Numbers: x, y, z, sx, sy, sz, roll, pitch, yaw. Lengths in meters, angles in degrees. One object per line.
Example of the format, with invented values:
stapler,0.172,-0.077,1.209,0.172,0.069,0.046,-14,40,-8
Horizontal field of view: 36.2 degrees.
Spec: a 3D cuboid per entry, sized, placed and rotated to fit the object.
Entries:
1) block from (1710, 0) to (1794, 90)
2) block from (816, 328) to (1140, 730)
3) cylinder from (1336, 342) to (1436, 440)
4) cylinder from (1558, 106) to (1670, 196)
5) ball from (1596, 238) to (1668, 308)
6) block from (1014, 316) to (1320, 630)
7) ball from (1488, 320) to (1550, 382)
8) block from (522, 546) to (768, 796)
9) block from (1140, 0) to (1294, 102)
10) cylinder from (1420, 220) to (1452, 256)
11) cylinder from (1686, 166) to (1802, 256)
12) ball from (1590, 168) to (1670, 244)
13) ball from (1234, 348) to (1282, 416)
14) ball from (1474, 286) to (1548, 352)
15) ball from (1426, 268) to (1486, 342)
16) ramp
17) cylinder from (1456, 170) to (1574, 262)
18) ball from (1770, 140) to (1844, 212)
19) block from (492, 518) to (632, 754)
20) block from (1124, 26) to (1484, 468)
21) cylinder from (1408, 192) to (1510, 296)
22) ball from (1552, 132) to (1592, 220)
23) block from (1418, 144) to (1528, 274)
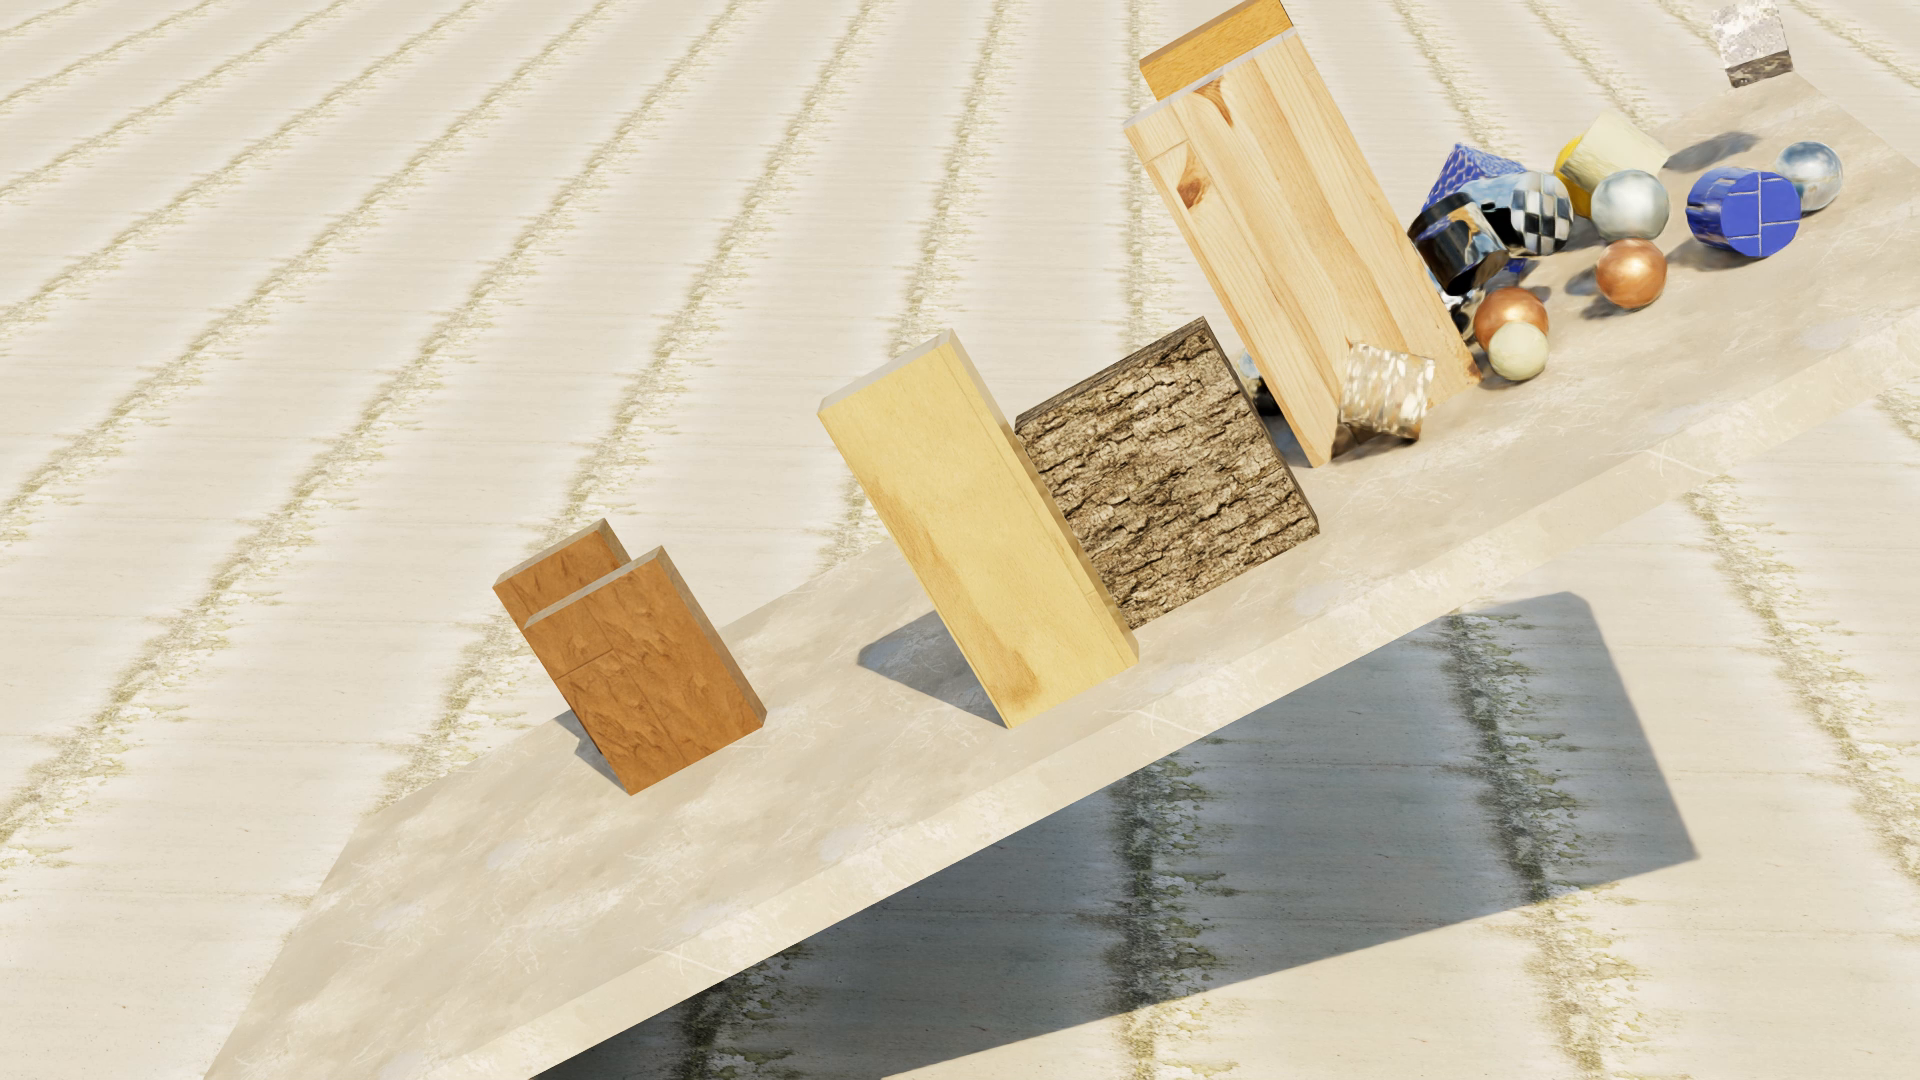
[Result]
block,1.635,-1.029,6.070,0.128,0.128,0.128,-16,-16,18
block,0.039,-0.017,5.477,0.280,0.709,0.102,-28,15,12
cylinder,0.832,-0.290,5.747,0.162,0.162,0.162,12,20,7
cylinder,1.365,-0.790,6.141,0.166,0.166,0.166,36,25,4
ball,1.313,-0.523,5.749,0.138,0.138,0.138,0,18,0
block,0.396,-0.125,5.622,0.409,0.459,0.104,-28,15,12
ball,1.088,-0.368,5.729,0.117,0.117,0.117,0,18,0
block,-0.689,0.289,6.453,0.344,0.447,0.088,-28,15,12
block,0.744,-0.843,6.724,0.343,0.756,0.119,-28,15,12
cylinder,1.148,-0.736,6.850,0.111,0.111,0.111,19,48,44
cylinder,1.511,-0.635,5.676,0.163,0.163,0.163,-3,11,-9
ball,1.324,-0.655,5.813,0.155,0.155,0.155,0,18,0
ball,0.680,-0.356,6.406,0.169,0.169,0.169,0,18,0
ball,1.097,-0.430,5.857,0.148,0.148,0.148,0,18,0
ball,1.011,-0.489,6.138,0.176,0.176,0.176,0,18,0
ramp,0.142,0.168,6.284,4.000,0.100,2.000,-28,15,12
cylinder,1.114,-0.652,5.944,0.174,0.174,0.174,-13,6,-33
ball,1.642,-0.706,5.700,0.137,0.137,0.137,0,18,0
block,-0.839,0.226,6.904,0.293,0.477,0.094,-28,15,12
block,0.687,-0.577,5.869,0.383,0.795,0.097,-28,15,12
cylinder,0.992,-0.589,5.855,0.147,0.147,0.147,-15,66,-37
ball,1.388,-0.793,6.380,0.199,0.199,0.199,0,18,0
block,1.120,-0.703,6.242,0.178,0.178,0.178,12,28,-27
